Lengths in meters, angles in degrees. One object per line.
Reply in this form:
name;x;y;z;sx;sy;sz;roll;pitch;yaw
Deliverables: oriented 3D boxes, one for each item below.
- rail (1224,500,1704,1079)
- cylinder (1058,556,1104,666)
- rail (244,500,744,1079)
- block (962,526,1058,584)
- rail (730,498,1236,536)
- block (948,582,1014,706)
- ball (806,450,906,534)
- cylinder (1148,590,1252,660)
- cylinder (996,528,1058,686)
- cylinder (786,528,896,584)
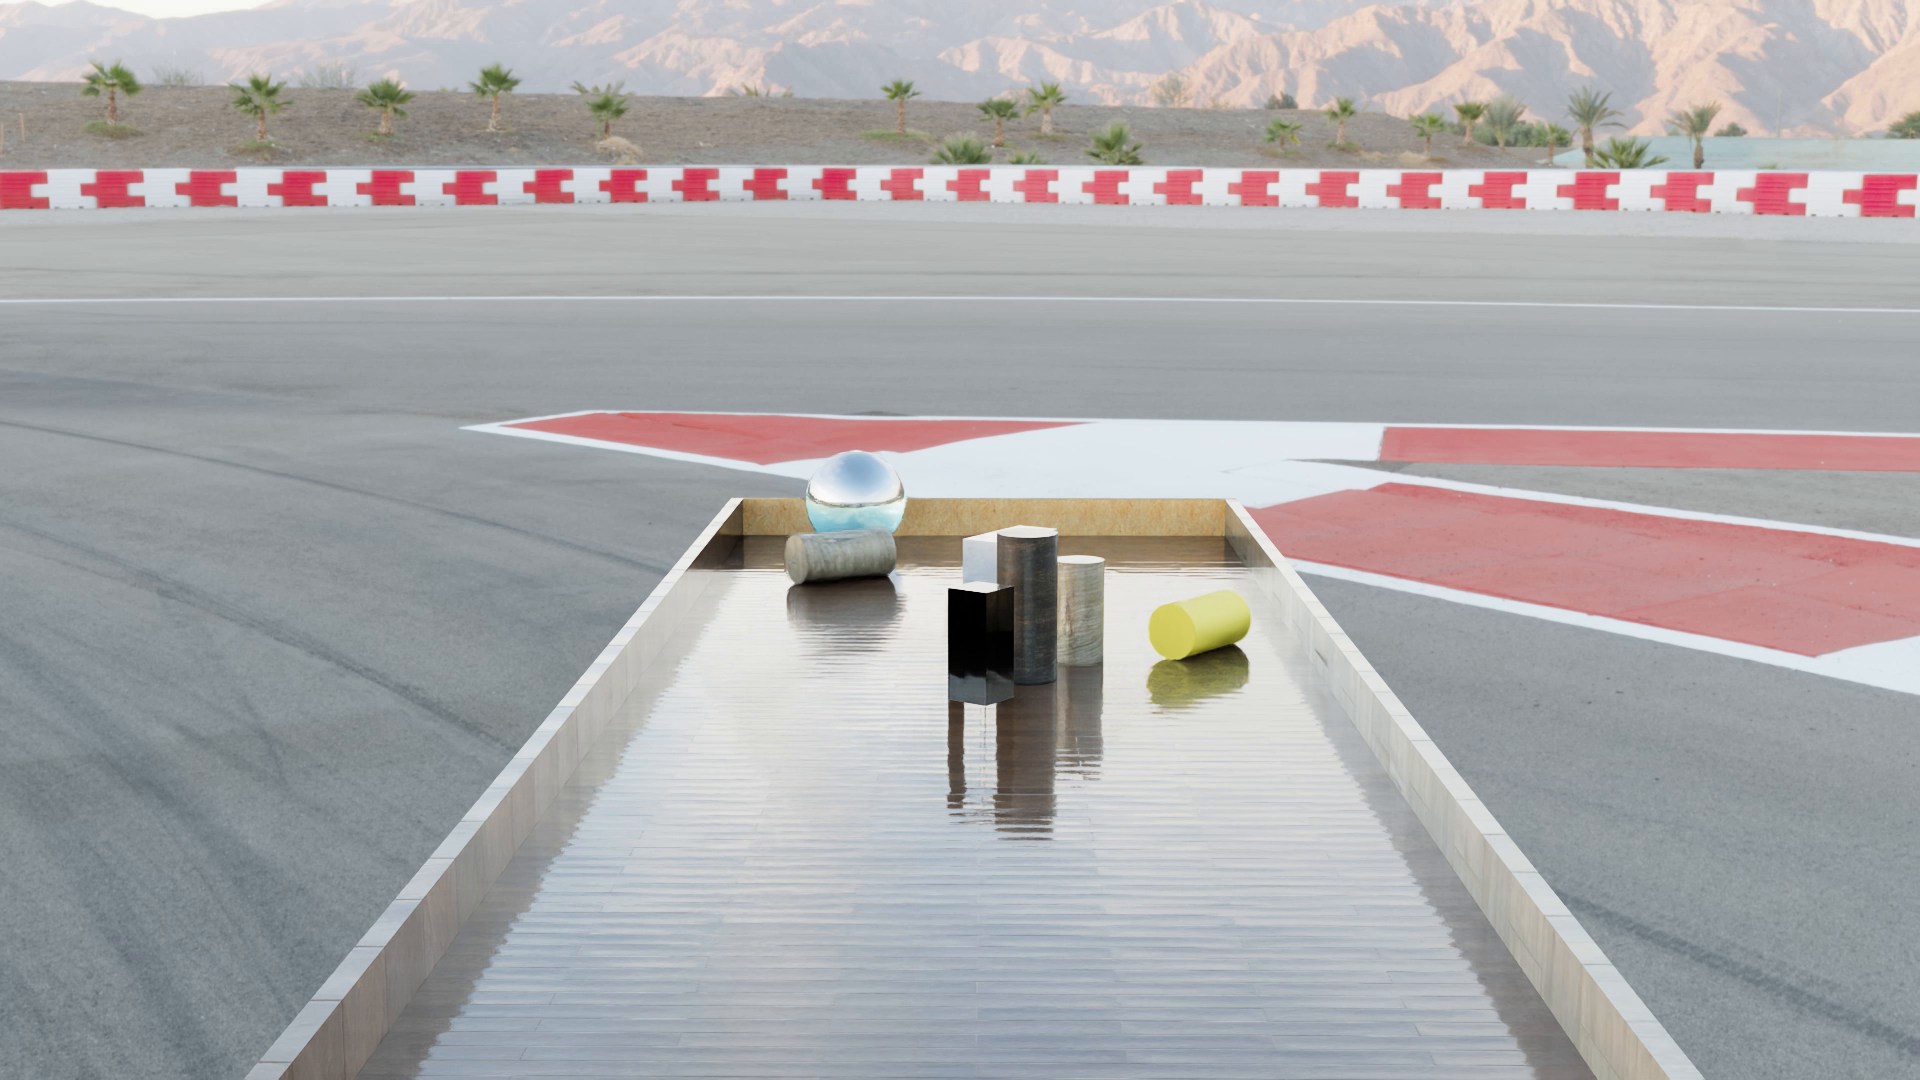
rail;1.046;0.843;3.208;0.050;0.150;12.000;0;9;1
cylinder;0.360;0.213;6.663;0.152;0.313;0.152;0;9;0
rail;-1.004;0.839;3.234;0.050;0.150;12.000;0;9;1
block;0.188;0.061;8.089;0.168;0.168;0.395;6;11;32
rail;0.099;-0.098;9.147;2.100;0.150;0.050;0;9;1
block;0.059;0.289;6.168;0.132;0.319;0.132;7;11;36
ball;-0.414;-0.156;8.723;0.399;0.399;0.399;0;9;0
cylinder;0.744;0.261;6.819;0.172;0.172;0.326;7;11;38
cylinder;0.195;0.193;6.407;0.178;0.433;0.178;0;9;0
cylinder;-0.437;0.057;8.077;0.367;0.178;0.178;-5;10;-31
